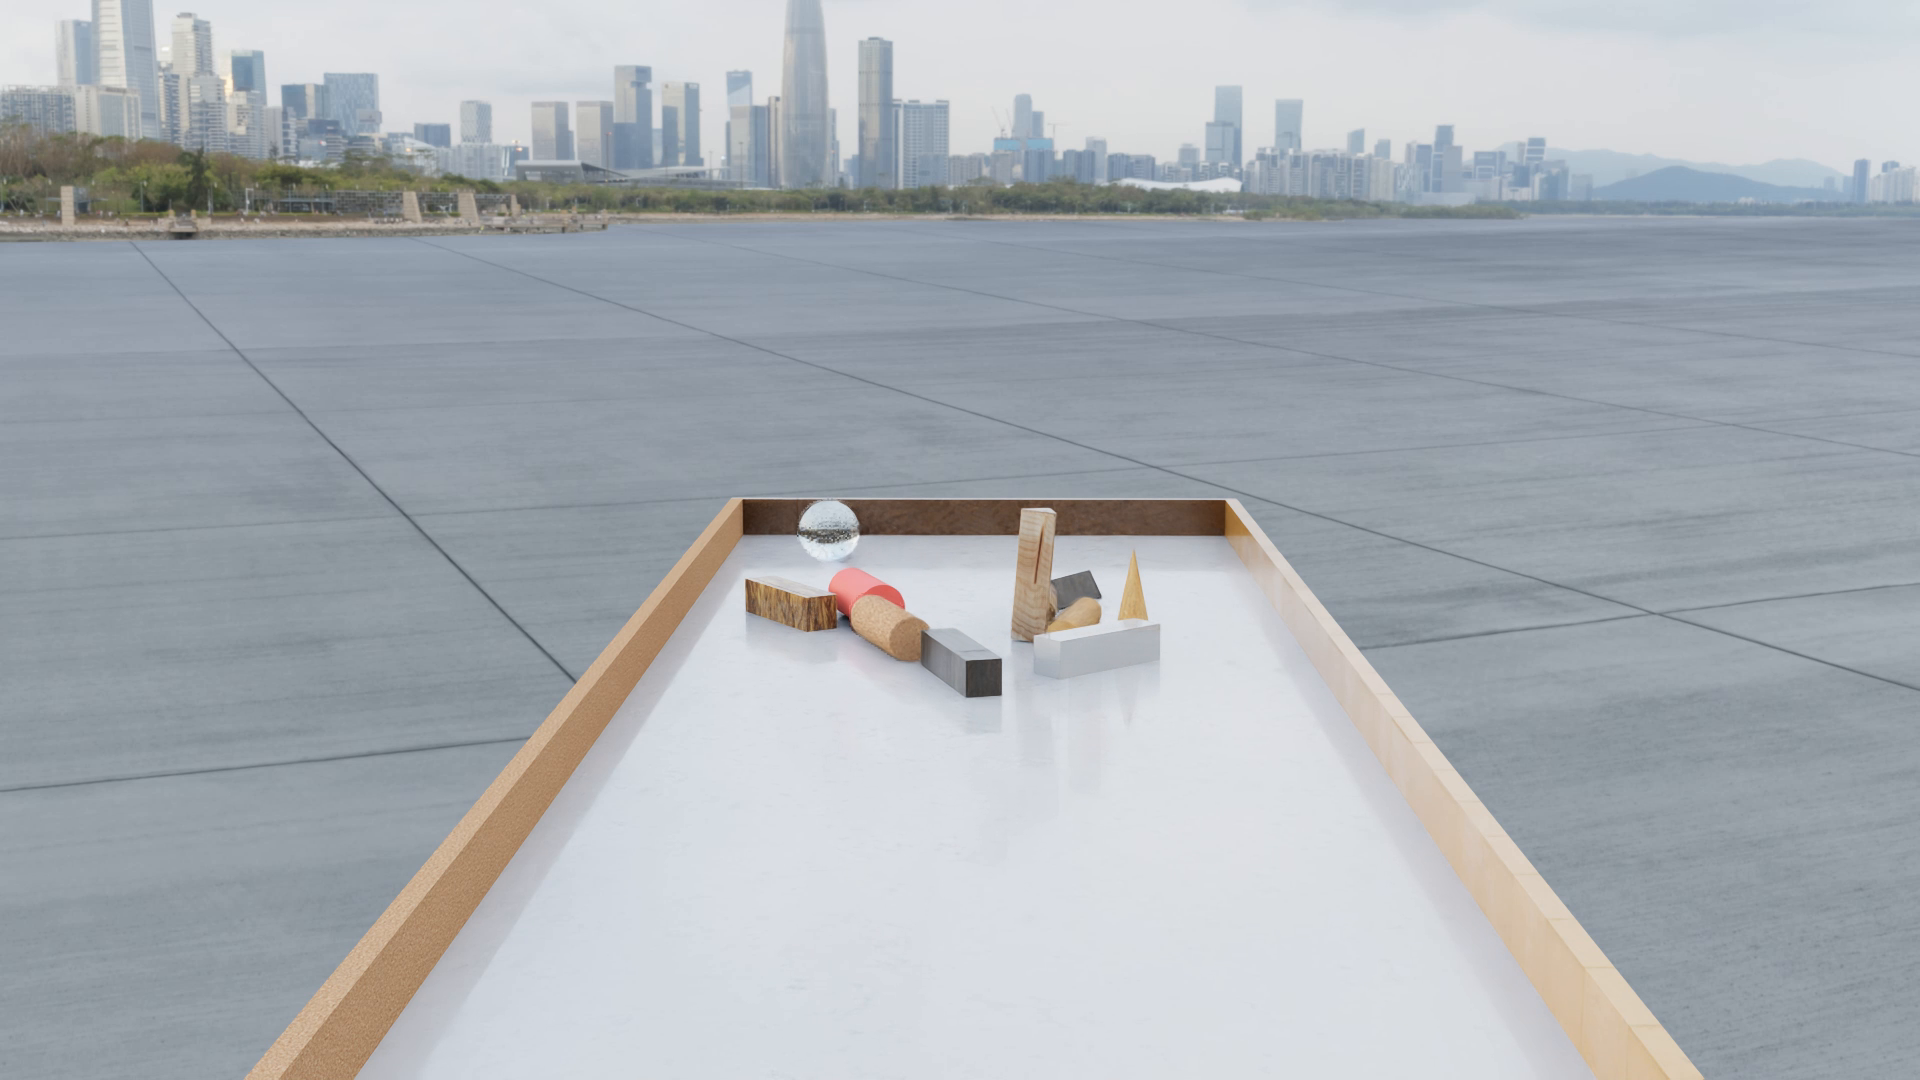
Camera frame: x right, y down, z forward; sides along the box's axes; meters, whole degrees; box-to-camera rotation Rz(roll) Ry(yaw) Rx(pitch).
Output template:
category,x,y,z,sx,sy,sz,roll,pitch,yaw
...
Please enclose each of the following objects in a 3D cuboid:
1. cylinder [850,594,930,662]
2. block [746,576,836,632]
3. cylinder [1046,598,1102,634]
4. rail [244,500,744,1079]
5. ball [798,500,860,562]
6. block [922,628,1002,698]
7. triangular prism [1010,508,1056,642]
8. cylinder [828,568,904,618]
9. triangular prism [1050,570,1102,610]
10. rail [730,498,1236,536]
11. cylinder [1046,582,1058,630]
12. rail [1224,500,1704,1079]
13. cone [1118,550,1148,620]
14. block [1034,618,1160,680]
category,x,y,z,sx,sy,sz,roll,pitch,yaw
cylinder,-0.217,0.272,6.855,0.138,0.138,0.405,-3,10,-19
block,-0.566,0.210,7.326,0.113,0.113,0.429,-6,11,-32
cylinder,0.365,0.269,6.991,0.102,0.102,0.415,2,9,14
rail,-1.004,0.839,3.234,0.050,0.150,12.000,0,9,1
ball,-0.504,-0.035,8.475,0.236,0.236,0.236,0,9,0
block,0.001,0.355,6.423,0.108,0.108,0.460,-3,9,-17
triangular prism,0.248,0.109,6.980,0.116,0.417,0.100,8,9,20
cylinder,-0.311,0.197,7.262,0.159,0.159,0.347,-3,10,-19
triangular prism,0.361,0.172,7.612,0.107,0.093,0.325,7,11,34
rail,0.099,-0.098,9.147,2.100,0.150,0.050,0,9,1
cylinder,0.257,0.218,7.242,0.123,0.123,0.372,0,9,3
rail,1.046,0.843,3.208,0.050,0.150,12.000,0,9,1
cone,0.545,0.174,6.924,0.129,0.309,0.129,0,9,0
block,0.414,0.324,6.600,0.418,0.114,0.114,-8,12,-40
